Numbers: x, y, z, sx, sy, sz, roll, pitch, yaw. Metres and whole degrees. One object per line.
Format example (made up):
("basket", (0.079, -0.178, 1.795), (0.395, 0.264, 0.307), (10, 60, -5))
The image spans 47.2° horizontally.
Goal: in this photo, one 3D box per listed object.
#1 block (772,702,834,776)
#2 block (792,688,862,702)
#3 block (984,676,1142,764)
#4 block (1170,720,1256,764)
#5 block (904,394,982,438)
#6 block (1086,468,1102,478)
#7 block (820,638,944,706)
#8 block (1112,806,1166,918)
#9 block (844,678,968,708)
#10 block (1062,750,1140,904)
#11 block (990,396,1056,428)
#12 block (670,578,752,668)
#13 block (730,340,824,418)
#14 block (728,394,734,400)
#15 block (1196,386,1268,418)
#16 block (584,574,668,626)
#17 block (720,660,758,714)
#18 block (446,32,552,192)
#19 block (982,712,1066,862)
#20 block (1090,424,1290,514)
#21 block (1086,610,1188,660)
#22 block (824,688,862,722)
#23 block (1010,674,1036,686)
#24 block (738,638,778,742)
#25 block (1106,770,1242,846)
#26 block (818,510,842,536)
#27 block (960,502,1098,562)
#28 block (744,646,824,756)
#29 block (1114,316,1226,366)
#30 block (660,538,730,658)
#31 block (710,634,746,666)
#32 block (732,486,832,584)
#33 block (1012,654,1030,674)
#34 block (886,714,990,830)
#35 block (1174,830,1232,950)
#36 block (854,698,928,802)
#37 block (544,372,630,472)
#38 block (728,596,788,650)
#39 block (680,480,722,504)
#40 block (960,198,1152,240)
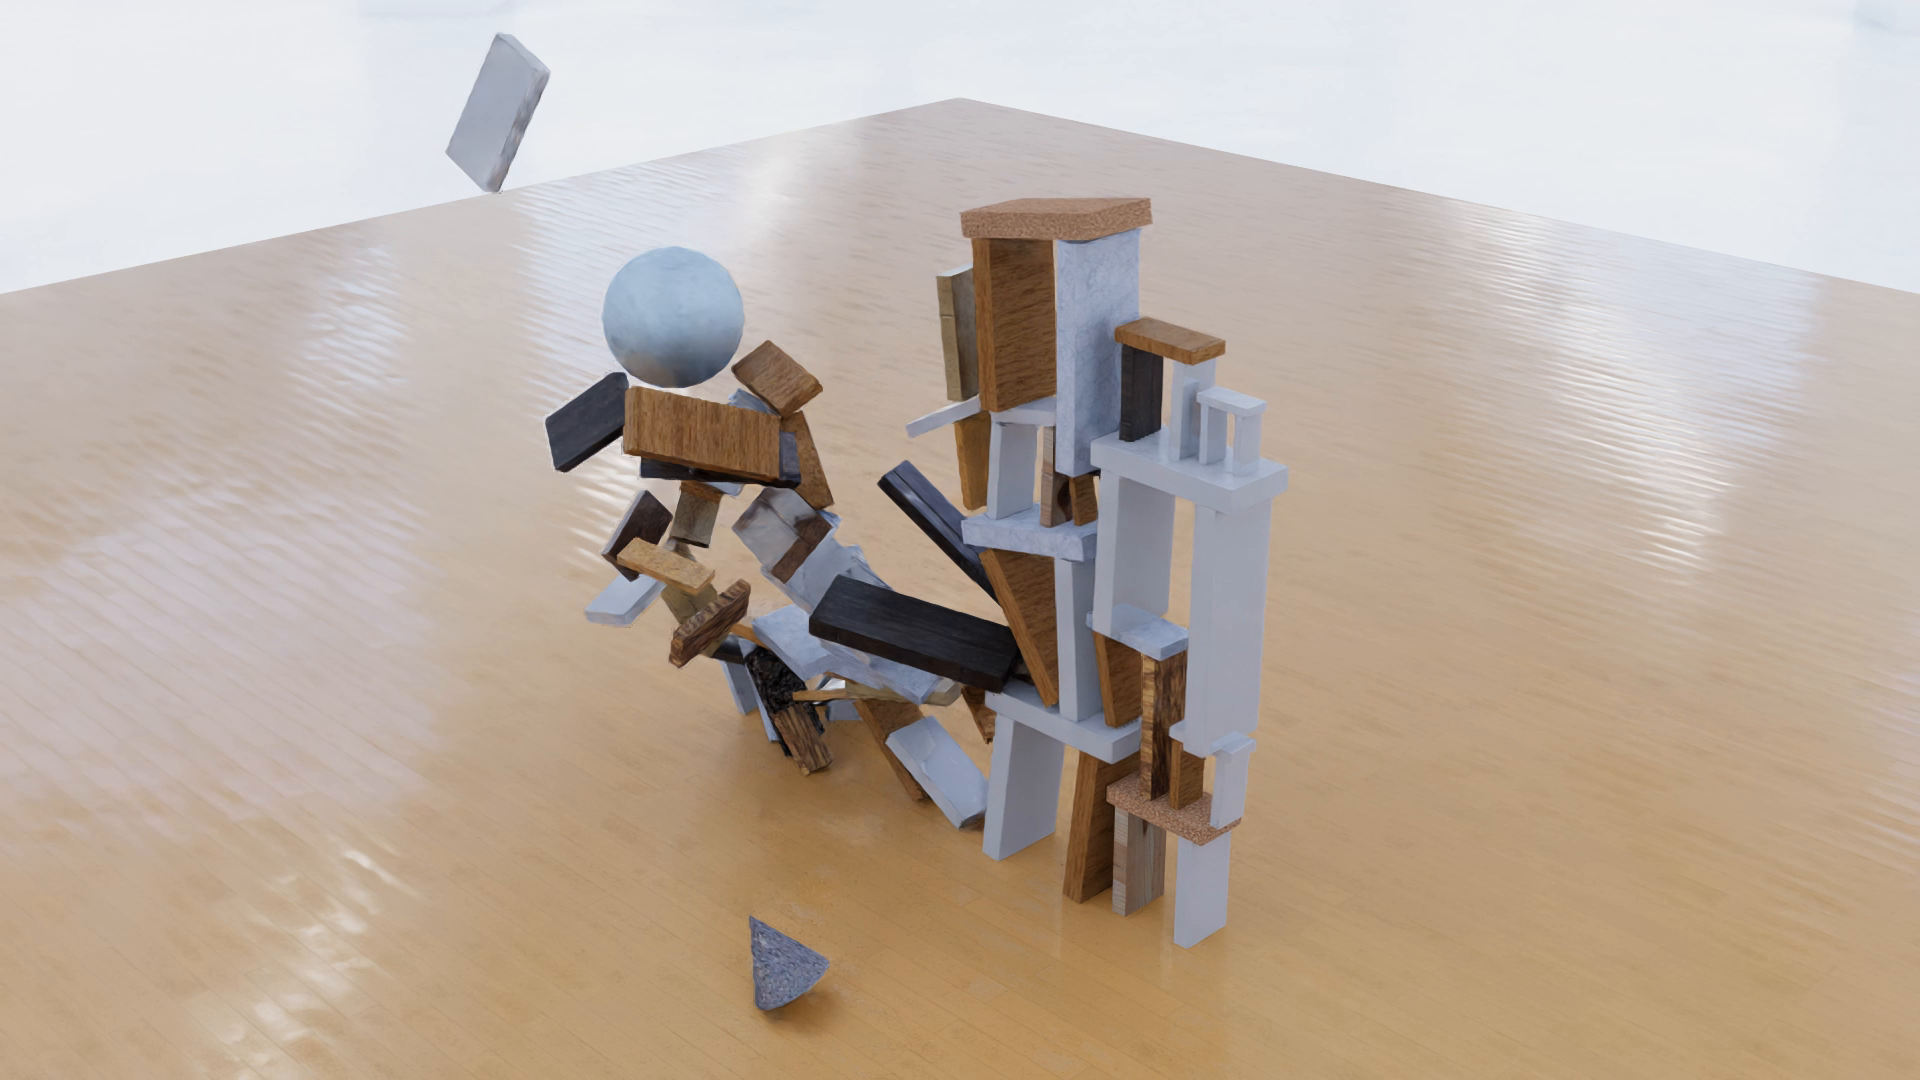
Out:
("block", (-0.331, 0.418, 4.623), (0.072, 0.143, 0.020), (-22, -11, -42))
("block", (-0.276, 0.329, 4.659), (0.143, 0.020, 0.072), (-4, -8, 11))
("block", (0.218, 0.318, 4.120), (0.161, 0.046, 0.322), (-21, 31, -40))
("block", (0.447, 0.351, 3.890), (0.140, 0.020, 0.070), (22, 31, 40))
("block", (-0.006, -0.239, 4.095), (0.183, 0.026, 0.091), (-19, 8, 38))
("block", (0.241, -0.130, 3.911), (0.050, 0.014, 0.099), (-21, 25, -40))
("block", (-0.144, 0.219, 4.369), (0.242, 0.034, 0.121), (30, 60, 16))
("block", (0.336, 0.580, 4.105), (0.032, 0.225, 0.112), (21, 31, 41))
("block", (-0.103, 0.289, 4.495), (0.238, 0.034, 0.119), (5, 25, 29))
("block", (0.280, 0.513, 4.136), (0.161, 0.322, 0.046), (-21, 37, -41))
("block", (0.153, -0.233, 3.967), (0.095, 0.027, 0.190), (-20, 19, -38))
("block", (-0.513, 0.171, 4.522), (0.029, 0.101, 0.203), (37, 53, 17))
("block", (-0.374, -0.328, 4.475), (0.101, 0.029, 0.202), (-38, 45, -12))
("block", (-0.445, -0.285, 4.598), (0.046, 0.013, 0.092), (30, -4, -34))
("block", (0.449, -0.229, 3.635), (0.106, 0.015, 0.053), (22, 32, 40))
("block", (-0.662, 0.100, 4.475), (0.101, 0.029, 0.202), (6, 38, 31))
("block", (-0.477, 0.306, 4.849), (0.070, 0.140, 0.020), (-33, 23, -36))
("block", (-0.772, -0.713, 3.672), (0.117, 0.234, 0.033), (44, 28, 25))
("block", (0.129, 0.454, 4.275), (0.161, 0.322, 0.046), (-21, 38, -41))
("block", (0.388, -0.127, 3.739), (0.308, 0.044, 0.154), (22, 32, 40))
("block", (0.322, 0.160, 3.938), (0.090, 0.026, 0.181), (-20, 32, -39))
("block", (-0.219, 0.357, 4.796), (0.143, 0.072, 0.020), (-1, 29, -27))
("block", (0.166, 0.260, 4.175), (0.130, 0.018, 0.065), (20, 30, 39))
("block", (-0.396, 0.303, 4.749), (0.033, 0.234, 0.117), (-6, 15, 39))
("block", (0.389, 0.483, 4.006), (0.113, 0.032, 0.225), (-21, 31, -41))
("block", (-0.300, -0.031, 4.477), (0.133, 0.067, 0.019), (17, -16, 49))
("block", (0.166, -0.019, 4.046), (0.156, 0.044, 0.311), (-20, 19, -40))
("block", (-0.374, 0.331, 4.690), (0.033, 0.234, 0.117), (-15, 13, 32))
("block", (0.353, -0.336, 3.703), (0.171, 0.024, 0.085), (23, 32, 40))
("block", (-0.574, 0.122, 4.696), (0.029, 0.310, 0.101), (21, 63, 34))
("block", (-0.475, 0.241, 4.797), (0.140, 0.020, 0.070), (10, 36, 30))
("block", (-0.350, -0.024, 4.284), (0.040, 0.143, 0.285), (40, 0, -27))
("block", (0.126, 0.226, 4.192), (0.150, 0.021, 0.075), (2, 27, 2))
("block", (-0.031, 0.469, 4.463), (0.119, 0.034, 0.238), (-21, 61, -42))
("block", (0.442, 0.622, 4.007), (0.032, 0.225, 0.113), (21, 31, 41))
("block", (-0.110, 0.410, 4.536), (0.119, 0.238, 0.034), (-27, -7, -45))
("block", (-0.695, -0.221, 4.137), (0.214, 0.107, 0.030), (-28, -22, 36))
("block", (-0.396, 0.181, 4.679), (0.117, 0.033, 0.234), (-23, 26, -32))
("block", (-0.526, -0.146, 4.574), (0.085, 0.024, 0.169), (21, 36, -9))
("block", (0.164, -0.558, 3.811), (0.157, 0.044, 0.313), (-20, 20, -39))
